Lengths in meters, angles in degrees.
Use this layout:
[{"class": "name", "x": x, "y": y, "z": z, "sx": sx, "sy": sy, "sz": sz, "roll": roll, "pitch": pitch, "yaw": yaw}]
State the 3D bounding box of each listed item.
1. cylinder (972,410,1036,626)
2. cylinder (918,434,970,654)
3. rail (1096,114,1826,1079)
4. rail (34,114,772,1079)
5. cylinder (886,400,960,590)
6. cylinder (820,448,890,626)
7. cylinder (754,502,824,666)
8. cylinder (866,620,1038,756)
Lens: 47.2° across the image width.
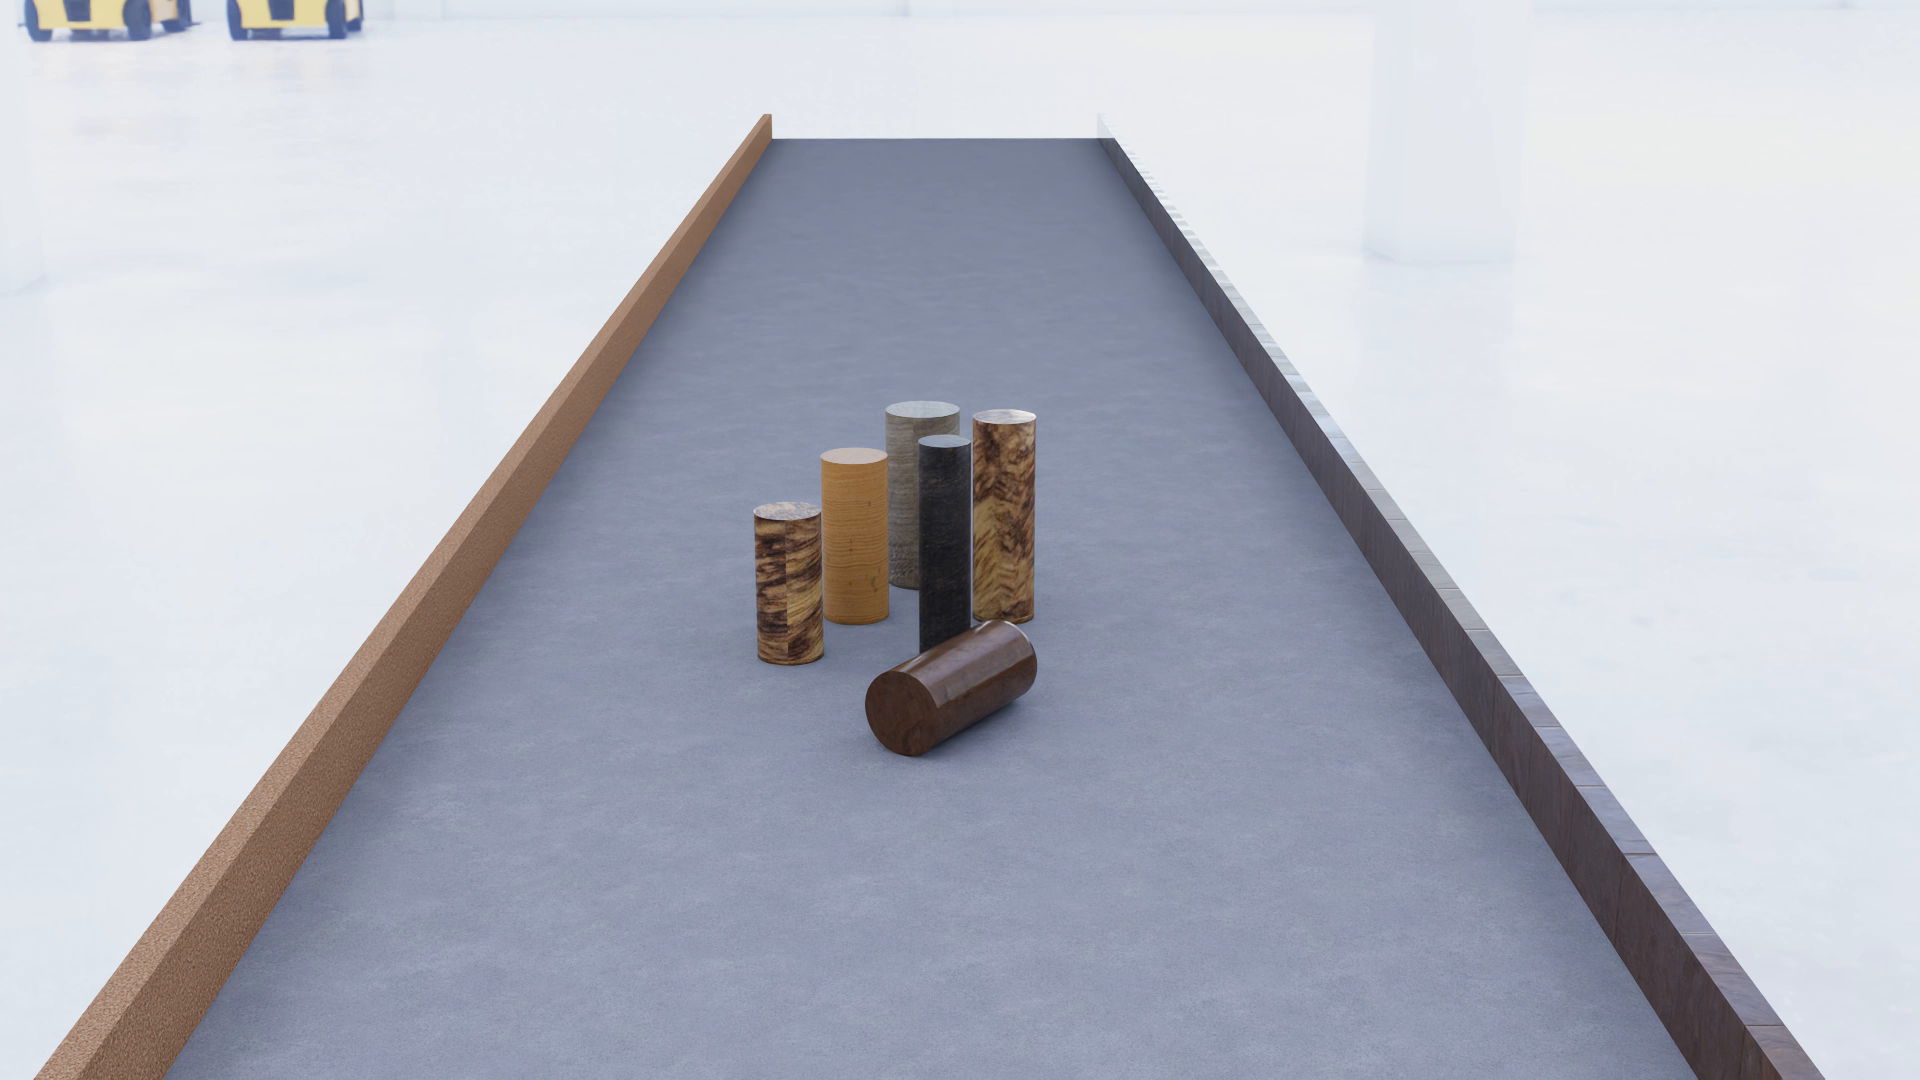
[{"class": "cylinder", "x": 0.092, "y": -0.047, "z": 4.621, "sx": 0.131, "sy": 0.436, "sz": 0.131, "roll": 0, "pitch": 17, "yaw": 0}, {"class": "cylinder", "x": -0.030, "y": 0.021, "z": 4.367, "sx": 0.104, "sy": 0.449, "sz": 0.104, "roll": 0, "pitch": 17, "yaw": 0}, {"class": "rail", "x": 0.932, "y": -0.844, "z": 7.801, "sx": 0.050, "sy": 0.150, "sz": 12.000, "roll": 0, "pitch": 17, "yaw": -1}, {"class": "rail", "x": -1.118, "y": -0.838, "z": 7.780, "sx": 0.050, "sy": 0.150, "sz": 12.000, "roll": 0, "pitch": 17, "yaw": -1}, {"class": "cylinder", "x": -0.082, "y": -0.099, "z": 4.874, "sx": 0.163, "sy": 0.391, "sz": 0.163, "roll": 0, "pitch": 17, "yaw": 0}, {"class": "cylinder", "x": -0.221, "y": -0.008, "z": 4.640, "sx": 0.140, "sy": 0.350, "sz": 0.140, "roll": 0, "pitch": 17, "yaw": 0}, {"class": "cylinder", "x": -0.342, "y": 0.087, "z": 4.405, "sx": 0.134, "sy": 0.302, "sz": 0.134, "roll": 0, "pitch": 17, "yaw": 0}, {"class": "cylinder", "x": -0.012, "y": 0.268, "z": 4.047, "sx": 0.159, "sy": 0.159, "sz": 0.340, "roll": 10, "pitch": 19, "yaw": 31}]
